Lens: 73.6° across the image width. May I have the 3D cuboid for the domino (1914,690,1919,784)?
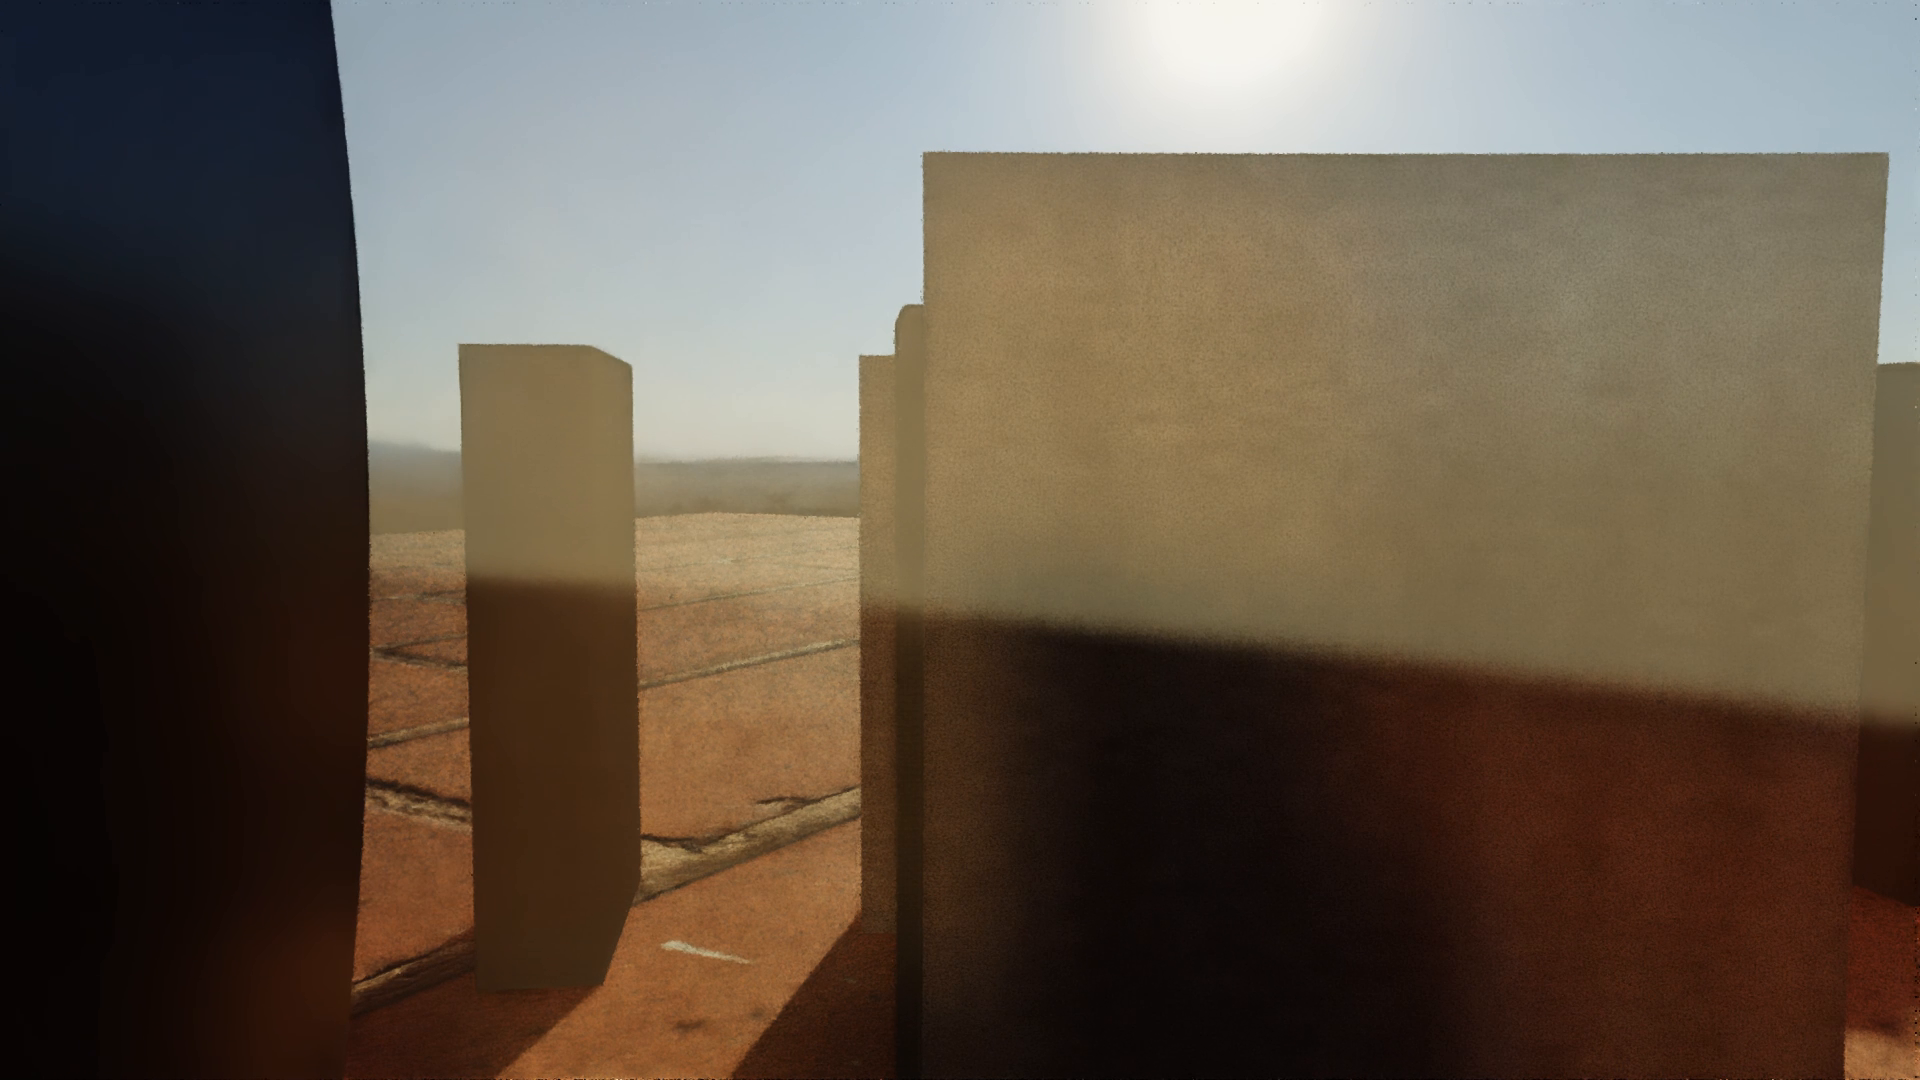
[{"bbox_3d":[0.131,0.006,0.152,0.010,0.050,0.025,-3,5,-38],"label":"domino"}]

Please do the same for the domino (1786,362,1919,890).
[{"bbox_3d":[0.090,0.008,0.134,0.009,0.050,0.025,-1,4,-14],"label":"domino"}]

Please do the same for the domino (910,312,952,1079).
[{"bbox_3d":[0.010,0.011,0.081,0.025,0.050,0.010,0,4,-6],"label":"domino"}]

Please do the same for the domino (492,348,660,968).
[{"bbox_3d":[-0.034,0.009,0.115,0.009,0.050,0.025,-1,4,-7],"label":"domino"}]

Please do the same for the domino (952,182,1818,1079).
[{"bbox_3d":[0.012,0.014,0.044,0.025,0.050,0.009,0,4,-1],"label":"domino"}]

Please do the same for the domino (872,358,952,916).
[{"bbox_3d":[0.005,0.009,0.118,0.025,0.050,0.009,0,4,2],"label":"domino"}]

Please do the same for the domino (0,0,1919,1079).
[{"bbox_3d":[0.009,0.017,0.006,0.025,0.050,0.009,1,4,12],"label":"domino"}]

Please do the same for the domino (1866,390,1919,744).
[{"bbox_3d":[0.147,0.004,0.185,0.025,0.050,0.010,0,4,-6],"label":"domino"}]

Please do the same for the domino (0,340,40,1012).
[{"bbox_3d":[-0.081,0.010,0.103,0.010,0.050,0.025,-3,5,-36],"label":"domino"}]
